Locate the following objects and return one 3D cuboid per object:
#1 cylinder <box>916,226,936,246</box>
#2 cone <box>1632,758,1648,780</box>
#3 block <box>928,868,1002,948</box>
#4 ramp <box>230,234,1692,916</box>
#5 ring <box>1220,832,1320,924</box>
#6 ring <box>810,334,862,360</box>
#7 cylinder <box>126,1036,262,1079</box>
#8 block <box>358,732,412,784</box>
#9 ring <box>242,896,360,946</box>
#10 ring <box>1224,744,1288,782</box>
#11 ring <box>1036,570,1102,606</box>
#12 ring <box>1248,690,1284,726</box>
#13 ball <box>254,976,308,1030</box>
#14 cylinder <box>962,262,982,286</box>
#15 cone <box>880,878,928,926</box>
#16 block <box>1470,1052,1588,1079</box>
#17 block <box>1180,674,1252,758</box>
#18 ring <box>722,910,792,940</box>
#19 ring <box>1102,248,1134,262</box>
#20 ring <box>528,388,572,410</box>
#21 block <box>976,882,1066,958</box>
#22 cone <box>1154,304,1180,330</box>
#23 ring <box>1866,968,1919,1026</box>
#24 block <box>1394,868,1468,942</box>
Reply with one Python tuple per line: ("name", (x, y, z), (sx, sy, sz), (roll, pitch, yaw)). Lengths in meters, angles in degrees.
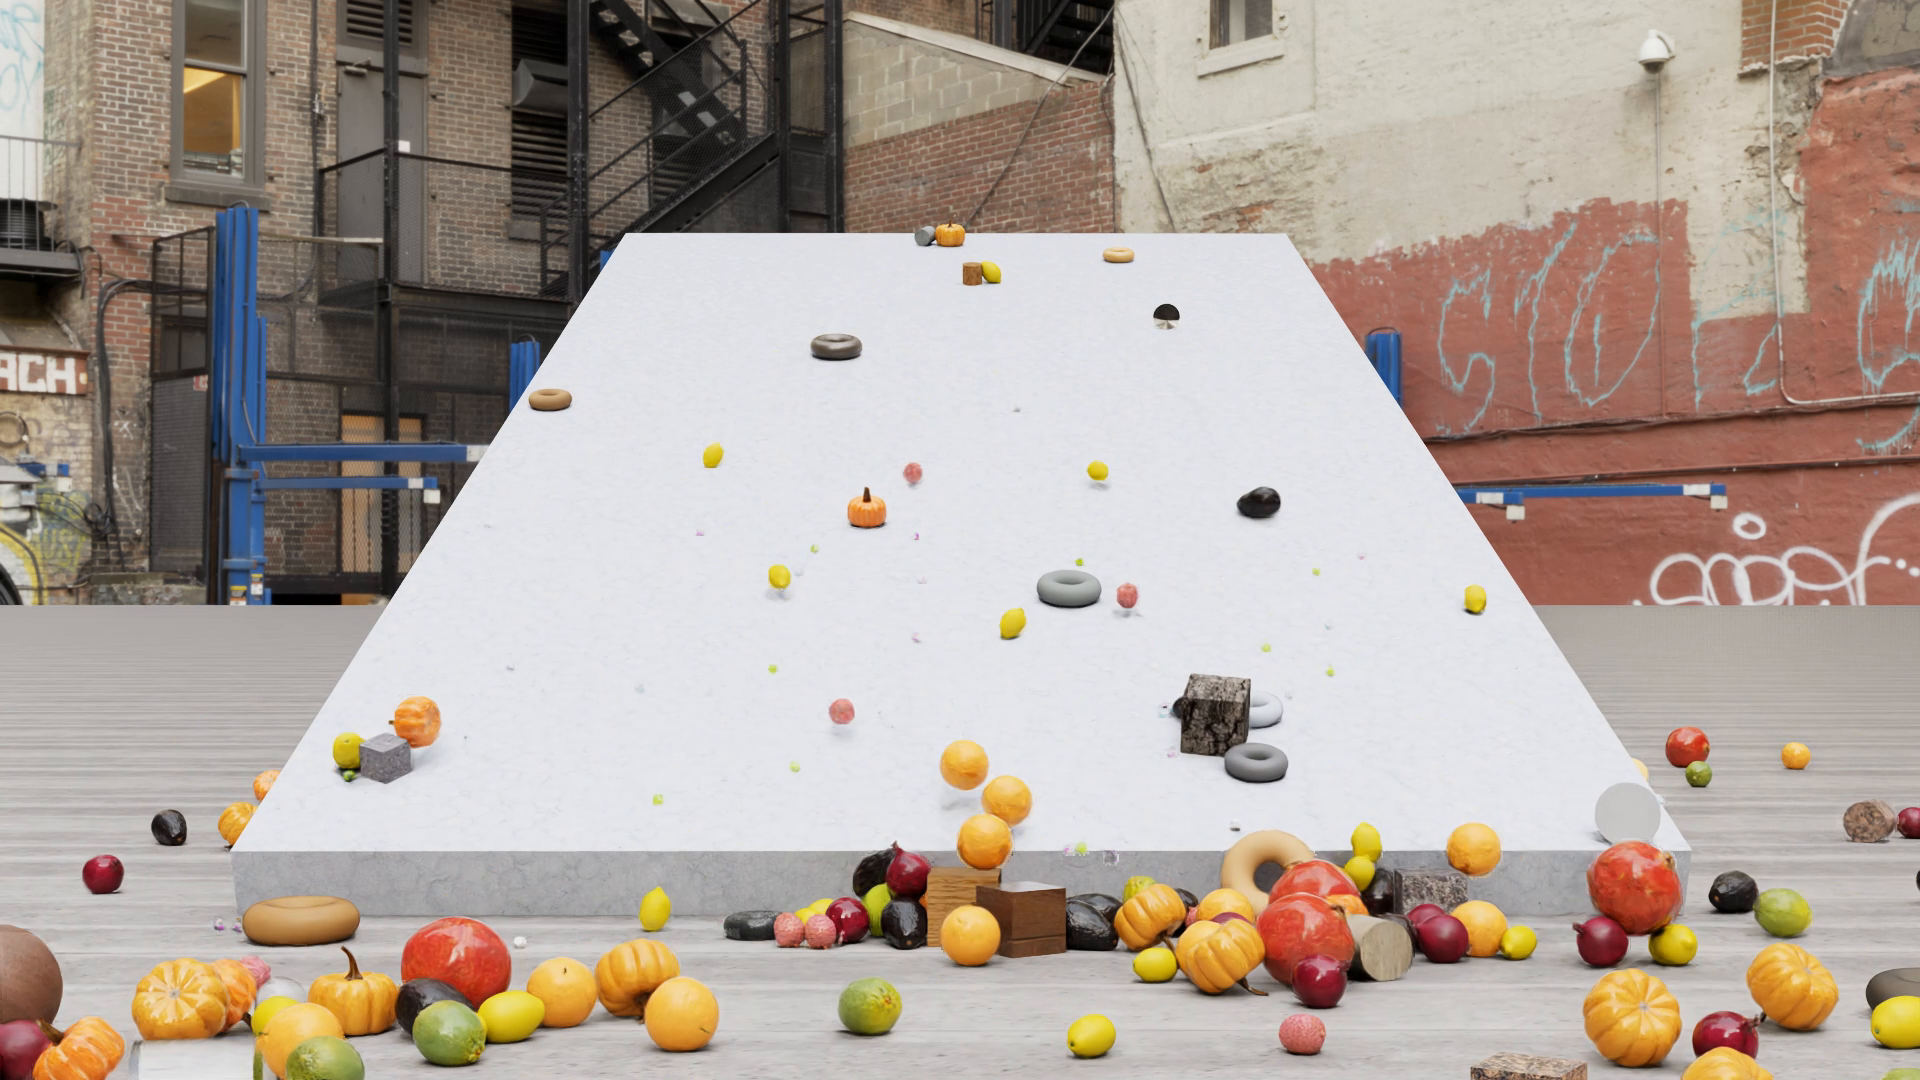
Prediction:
("cylinder", (-0.102, -0.901, 6.705), (0.050, 0.050, 0.050), (0, 28, 18))
("cone", (1.548, 0.556, 5.242), (0.079, 0.079, 0.079), (0, -28, 10))
("block", (0.006, 0.468, 2.890), (0.090, 0.090, 0.090), (0, -1, 4))
("ramp", (-0.005, -0.205, 4.996), (2.000, 0.100, 4.000), (0, 20, 0))
("ring", (0.418, 0.457, 3.059), (0.134, 0.134, 0.045), (0, -30, 6))
("ring", (-0.302, -0.472, 5.528), (0.129, 0.043, 0.129), (1, 19, 0))
("cylinder", (-0.601, 0.438, 1.779), (0.092, 0.092, 0.092), (0, -2, -12))
("block", (-0.841, 0.319, 3.312), (0.051, 0.051, 0.051), (13, 23, 31))
("ring", (-0.847, 0.489, 2.910), (0.146, 0.049, 0.146), (0, 0, 0))
("ring", (0.436, 0.326, 3.328), (0.094, 0.031, 0.094), (1, 19, 0))
("ring", (0.192, 0.085, 3.988), (0.115, 0.038, 0.115), (1, 19, 0))
("ring", (0.454, 0.261, 3.509), (0.094, 0.031, 0.094), (-1, 21, 0))
("ball", (-0.692, 0.471, 2.306), (0.053, 0.053, 0.053), (0, -1, 0))
("cylinder", (0.034, -0.733, 6.236), (0.054, 0.054, 0.054), (0, 20, 0))
("cone", (-0.060, 0.501, 3.047), (0.069, 0.069, 0.069), (28, -9, -15))
("block", (0.449, 0.449, 1.784), (0.071, 0.071, 0.071), (-1, -2, 32))
("block", (0.385, 0.265, 3.409), (0.092, 0.092, 0.092), (5, 20, 12))
("ring", (-0.263, 0.499, 2.934), (0.089, 0.030, 0.089), (-1, -1, 0))
("ring", (0.457, -0.820, 6.515), (0.094, 0.031, 0.094), (0, 21, 0))
("ring", (-0.925, -0.317, 5.109), (0.098, 0.033, 0.098), (1, 19, 0))
("block", (0.075, 0.471, 2.811), (0.080, 0.080, 0.080), (1, -2, -33))
("cone", (0.531, -0.565, 5.807), (0.068, 0.068, 0.068), (0, -7, 7))
("ring", (1.016, 0.477, 2.359), (0.135, 0.045, 0.135), (-1, 0, 0))
("block", (0.611, 0.473, 2.939), (0.082, 0.082, 0.082), (0, -1, 4))
